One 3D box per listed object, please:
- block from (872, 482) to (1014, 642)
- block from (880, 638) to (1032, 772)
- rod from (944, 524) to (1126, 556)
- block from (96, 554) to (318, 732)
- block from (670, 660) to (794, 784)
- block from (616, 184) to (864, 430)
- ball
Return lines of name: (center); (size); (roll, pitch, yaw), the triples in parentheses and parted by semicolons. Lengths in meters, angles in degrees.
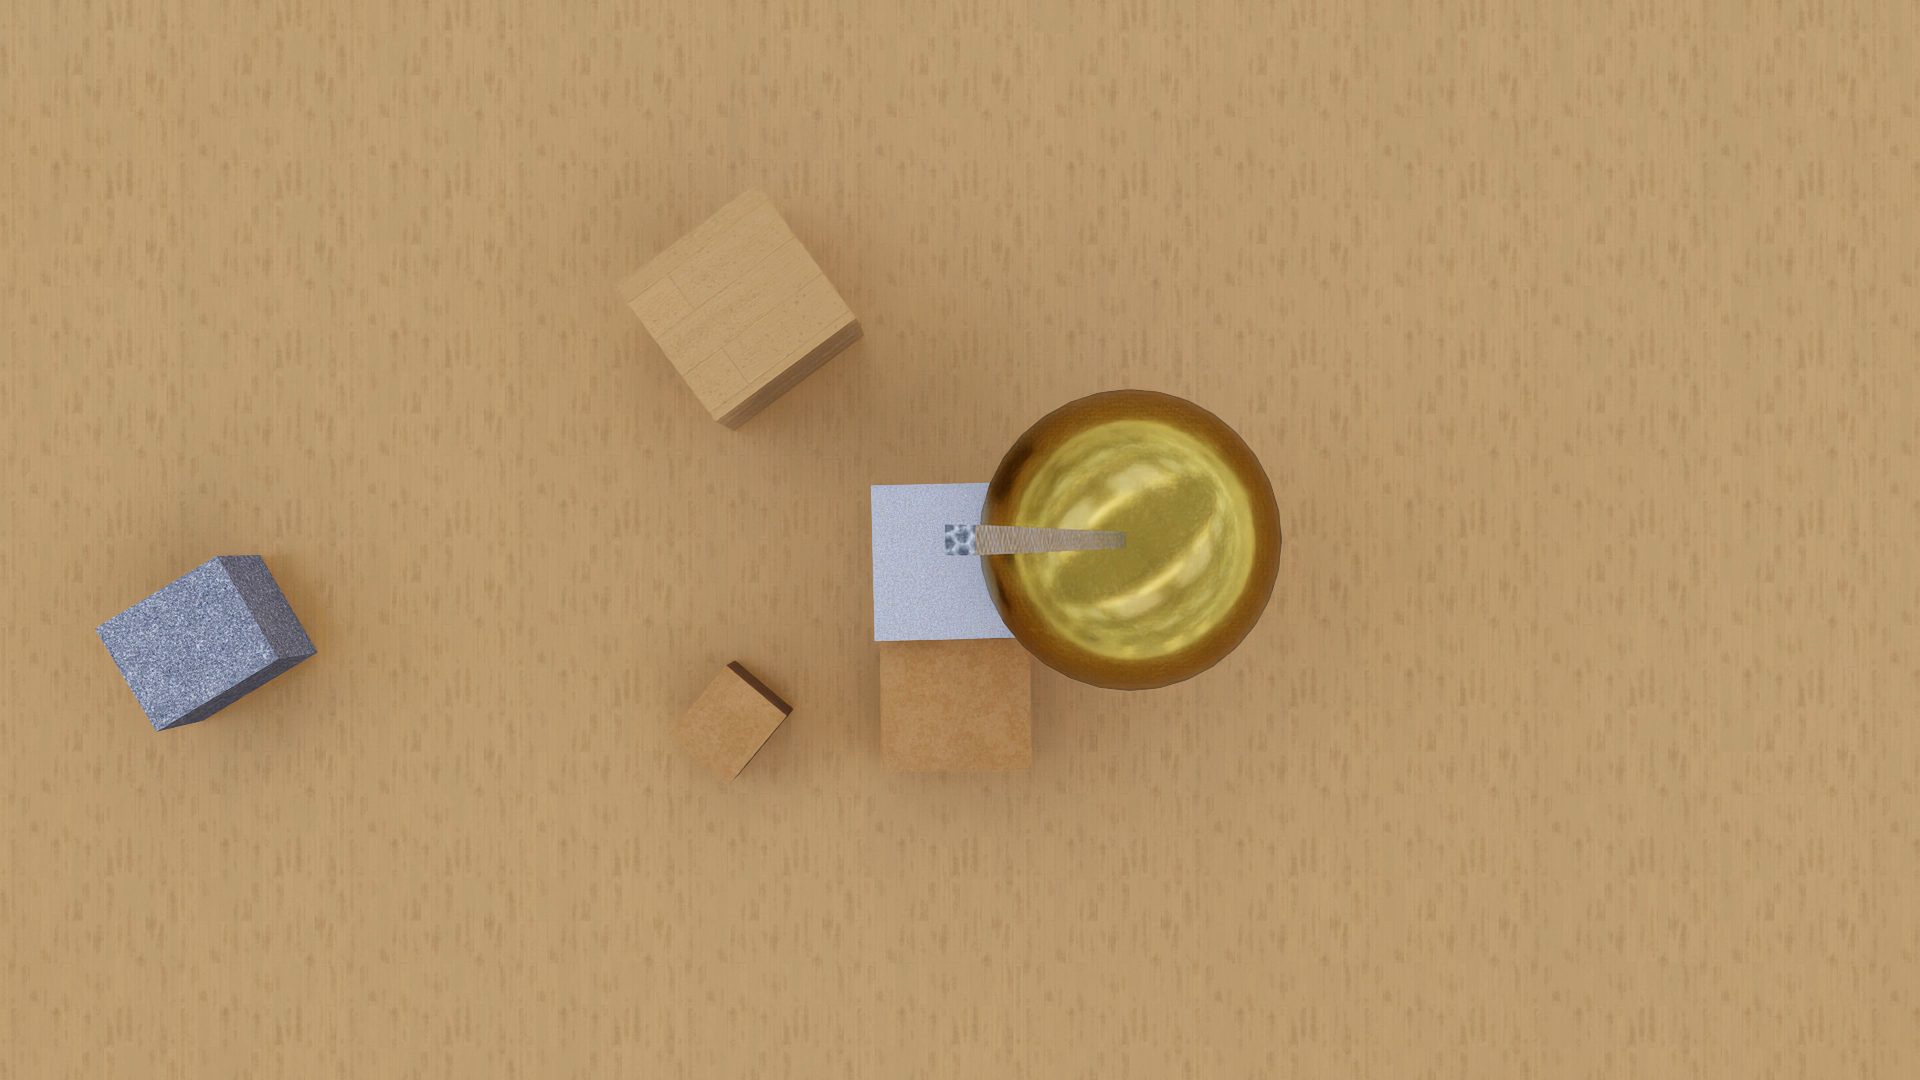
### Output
block: (-0.089, 0.120, 12.591); (0.789, 0.819, 0.861); (-1, 90, 0)
block: (-0.023, 0.921, 12.645); (0.838, 0.710, 0.735); (-1, 90, 0)
rod: (0.389, 0.000, 8.283); (0.080, 5.200, 0.080); (0, 90, 9)
block: (-4.307, 0.578, 12.624); (0.791, 0.753, 0.670); (-31, 90, 0)
block: (-1.320, 1.051, 12.746); (0.449, 0.509, 0.510); (40, 90, 0)
block: (-1.220, -1.295, 12.487); (0.952, 1.027, 0.914); (-36, 90, 0)
ball: (0.897, 0.000, 11.645); (1.600, 1.600, 1.600); (0, 90, 0)
